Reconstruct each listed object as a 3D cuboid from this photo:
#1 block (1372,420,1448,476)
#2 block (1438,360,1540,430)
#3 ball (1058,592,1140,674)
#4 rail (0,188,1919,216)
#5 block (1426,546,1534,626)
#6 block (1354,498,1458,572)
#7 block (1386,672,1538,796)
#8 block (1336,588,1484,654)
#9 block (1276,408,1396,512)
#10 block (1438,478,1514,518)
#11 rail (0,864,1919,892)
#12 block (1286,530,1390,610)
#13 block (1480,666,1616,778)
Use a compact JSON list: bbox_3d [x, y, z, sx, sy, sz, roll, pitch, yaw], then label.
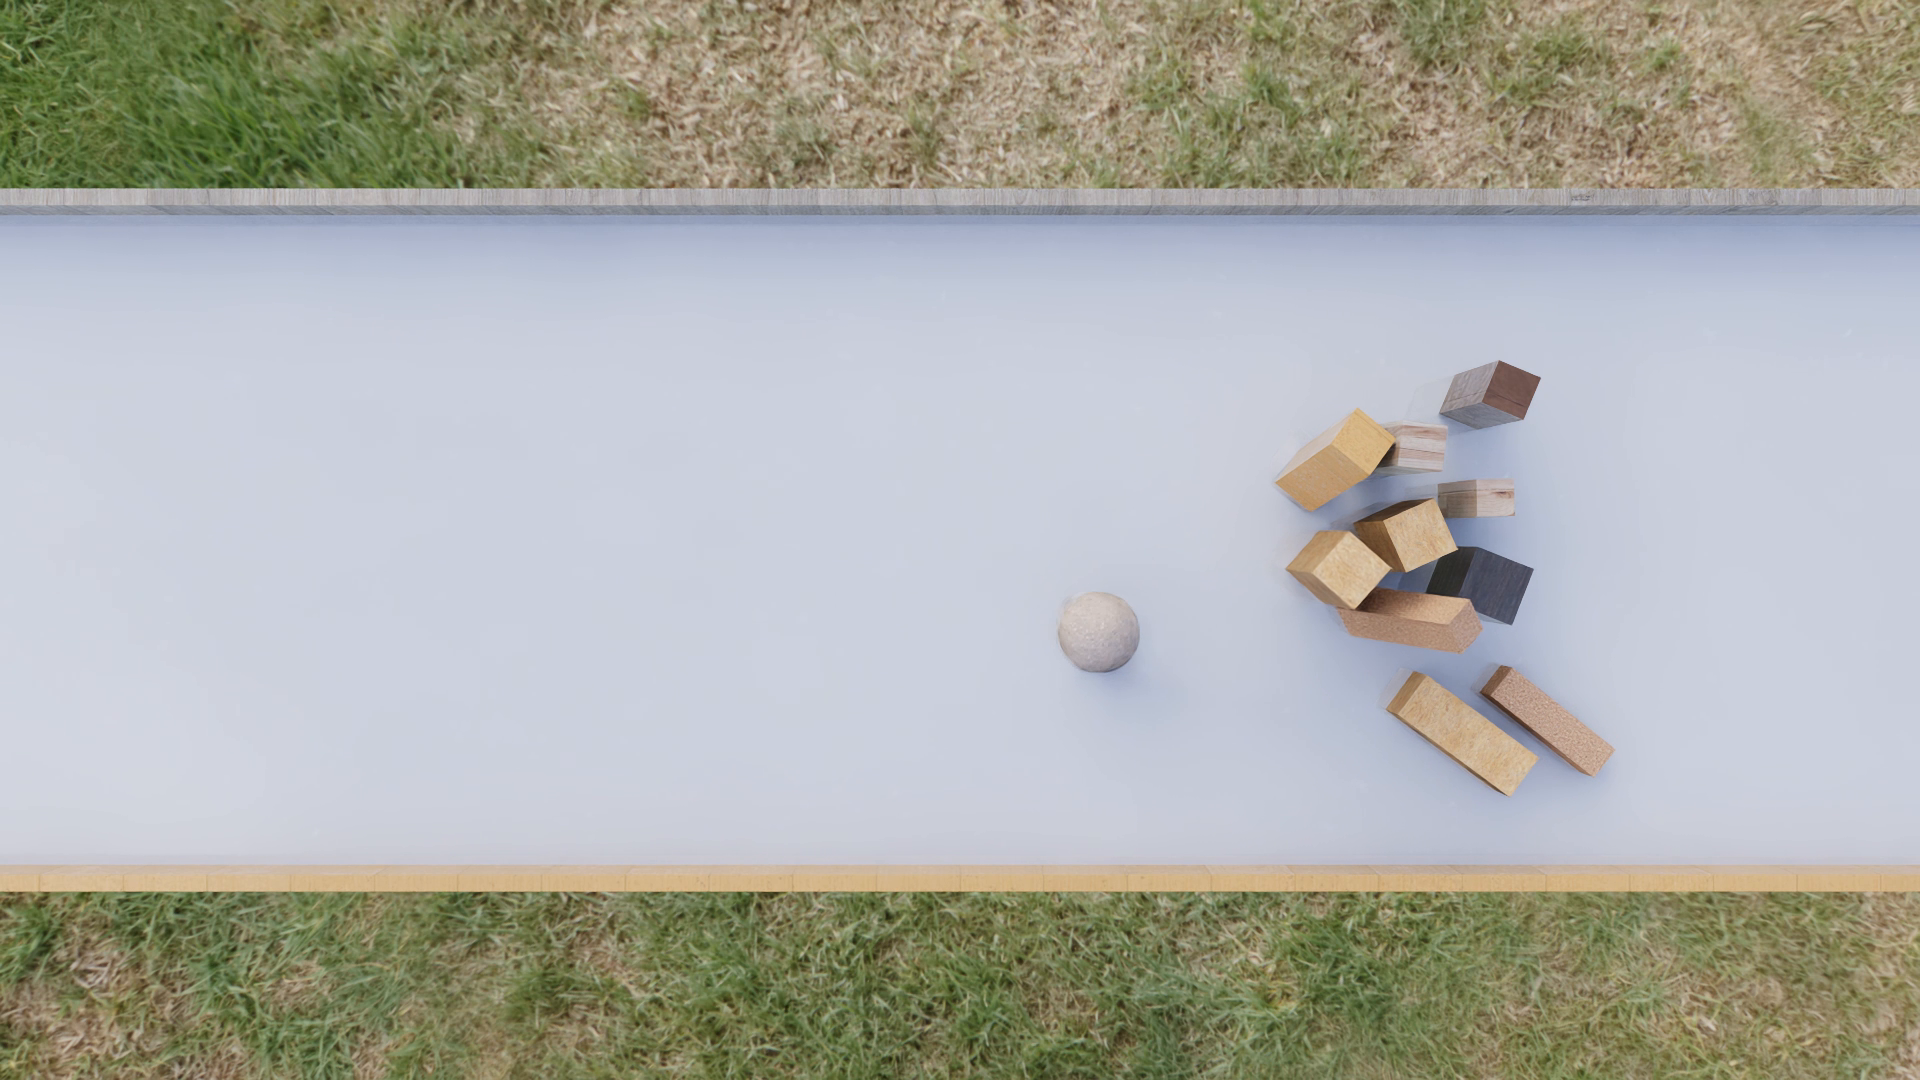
[{"bbox_3d":[1.288,-0.268,4.861,0.130,0.421,0.130,7,90,-5],"label":"block"},{"bbox_3d":[1.558,-0.424,4.868,0.129,0.417,0.129,23,90,0],"label":"block"},{"bbox_3d":[0.418,0.278,4.954,0.244,0.244,0.244,0,90,0],"label":"ball"},{"bbox_3d":[-2.247,-1.025,5.002,12.000,0.150,0.050,0,90,0],"label":"rail"},{"bbox_3d":[1.538,0.133,4.910,0.175,0.333,0.175,21,90,0],"label":"block"},{"bbox_3d":[1.319,-0.013,4.905,0.162,0.342,0.162,-24,90,-1],"label":"block"},{"bbox_3d":[1.520,0.586,5.003,0.417,0.147,0.147,37,90,0],"label":"block"},{"bbox_3d":[1.319,0.231,4.857,0.111,0.423,0.111,-42,116,-23],"label":"block"},{"bbox_3d":[1.099,-0.231,4.855,0.142,0.419,0.142,39,72,0],"label":"block"},{"bbox_3d":[1.525,-0.121,4.885,0.107,0.382,0.107,-1,90,0],"label":"block"},{"bbox_3d":[-2.247,1.025,5.001,12.000,0.150,0.050,0,90,0],"label":"rail"},{"bbox_3d":[1.108,0.084,4.860,0.158,0.429,0.158,42,91,1],"label":"block"},{"bbox_3d":[1.788,0.550,5.023,0.398,0.108,0.108,38,90,0],"label":"block"}]
